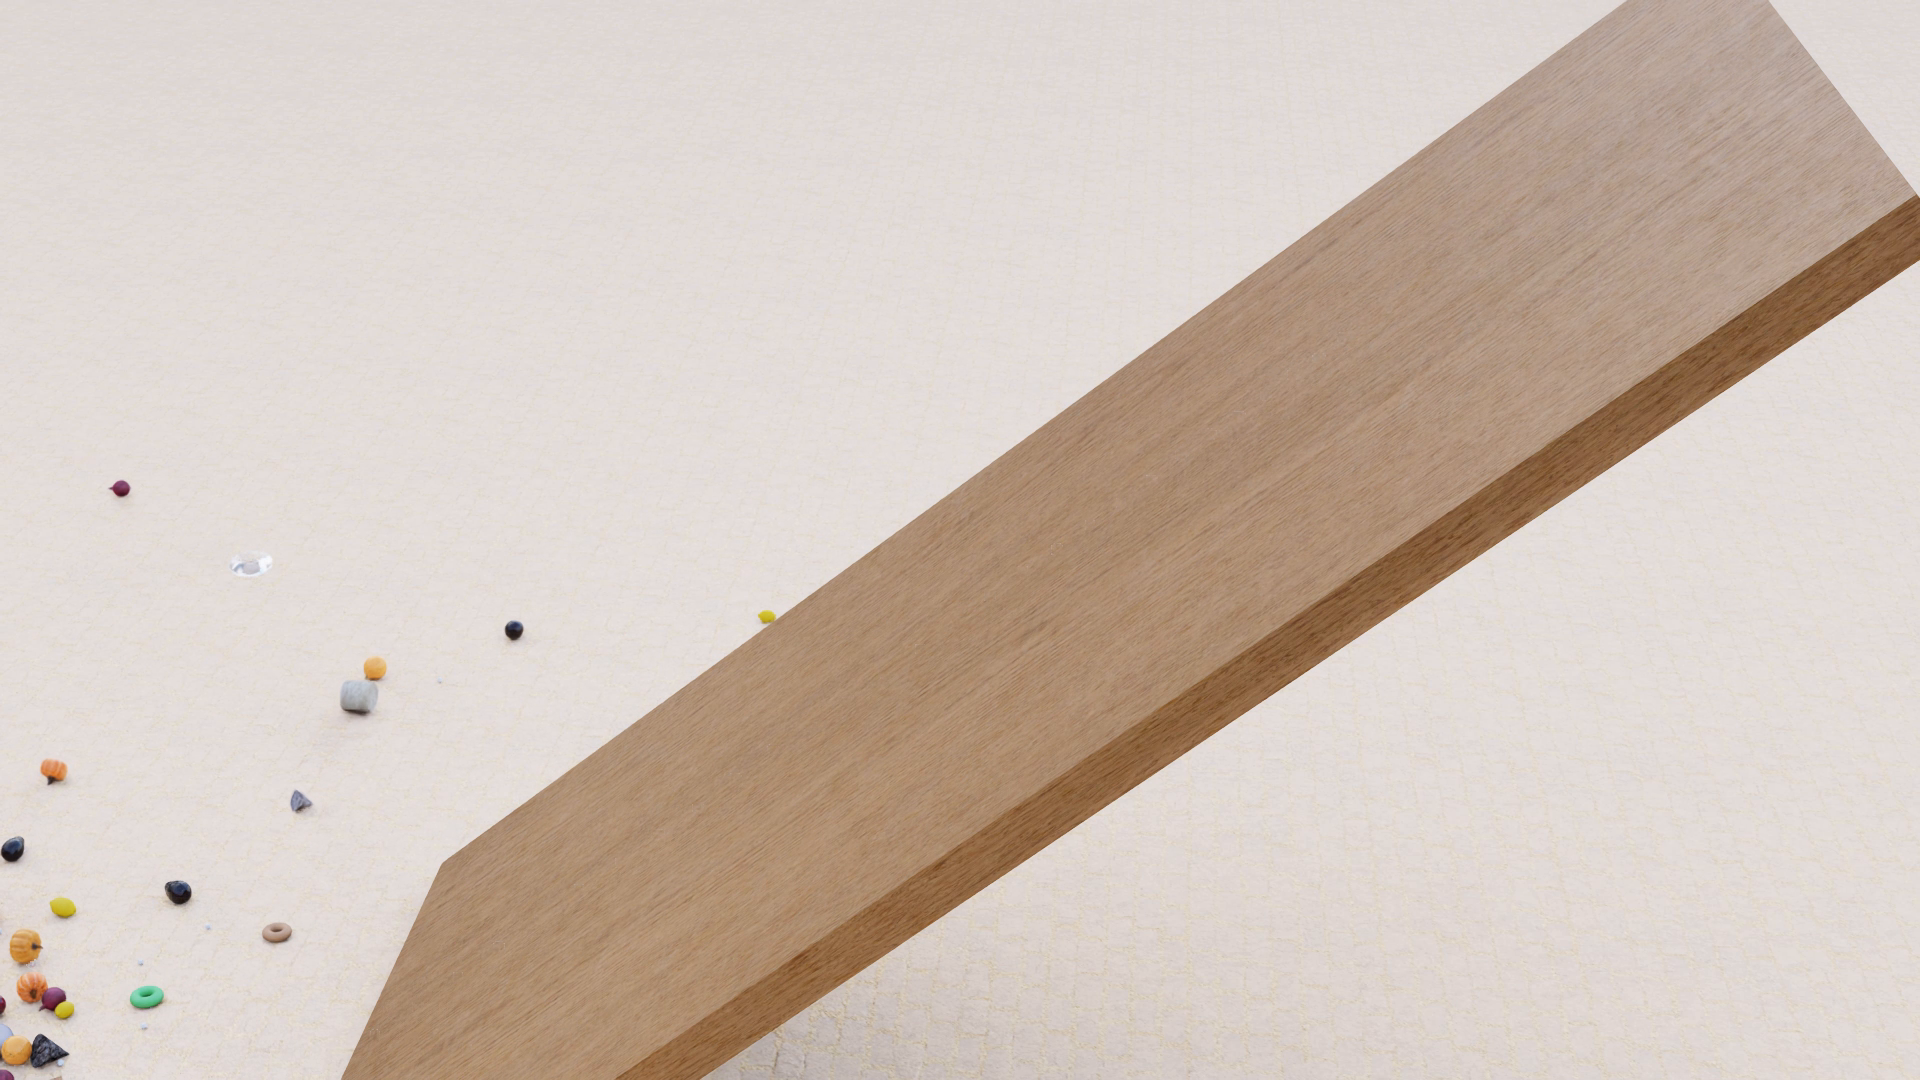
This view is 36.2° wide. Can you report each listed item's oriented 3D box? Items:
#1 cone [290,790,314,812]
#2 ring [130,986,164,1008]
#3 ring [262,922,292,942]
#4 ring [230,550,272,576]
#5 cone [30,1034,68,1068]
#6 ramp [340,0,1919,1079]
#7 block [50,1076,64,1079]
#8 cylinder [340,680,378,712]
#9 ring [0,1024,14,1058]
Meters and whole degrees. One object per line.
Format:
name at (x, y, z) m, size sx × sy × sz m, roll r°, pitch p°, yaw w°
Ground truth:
cone at (-1.846, 0.740, 8.287) m, size 0.059 × 0.059 × 0.059 m, roll 17°, pitch 11°, yaw -36°
ring at (-2.036, 1.144, 7.364) m, size 0.083 × 0.028 × 0.083 m, roll -1°, pitch 23°, yaw 1°
ring at (-1.776, 1.020, 7.650) m, size 0.077 × 0.026 × 0.077 m, roll 1°, pitch 22°, yaw 0°
ring at (-2.357, 0.078, 9.774) m, size 0.143 × 0.048 × 0.143 m, roll -1°, pitch 25°, yaw 0°
cone at (-2.195, 1.242, 7.128) m, size 0.083 × 0.083 × 0.083 m, roll 16°, pitch 10°, yaw -40°
ramp at (0.121, 0.185, 6.339) m, size 4.000 × 0.100 × 2.000 m, roll -36°, pitch 16°, yaw 18°
block at (-2.125, 1.325, 6.873) m, size 0.090 × 0.090 × 0.090 m, roll -15°, pitch 28°, yaw -30°
cylinder at (-1.805, 0.469, 8.831) m, size 0.086 × 0.086 × 0.086 m, roll 4°, pitch 24°, yaw 9°
ring at (-2.378, 1.223, 7.157) m, size 0.146 × 0.049 × 0.146 m, roll -1°, pitch 23°, yaw 0°
